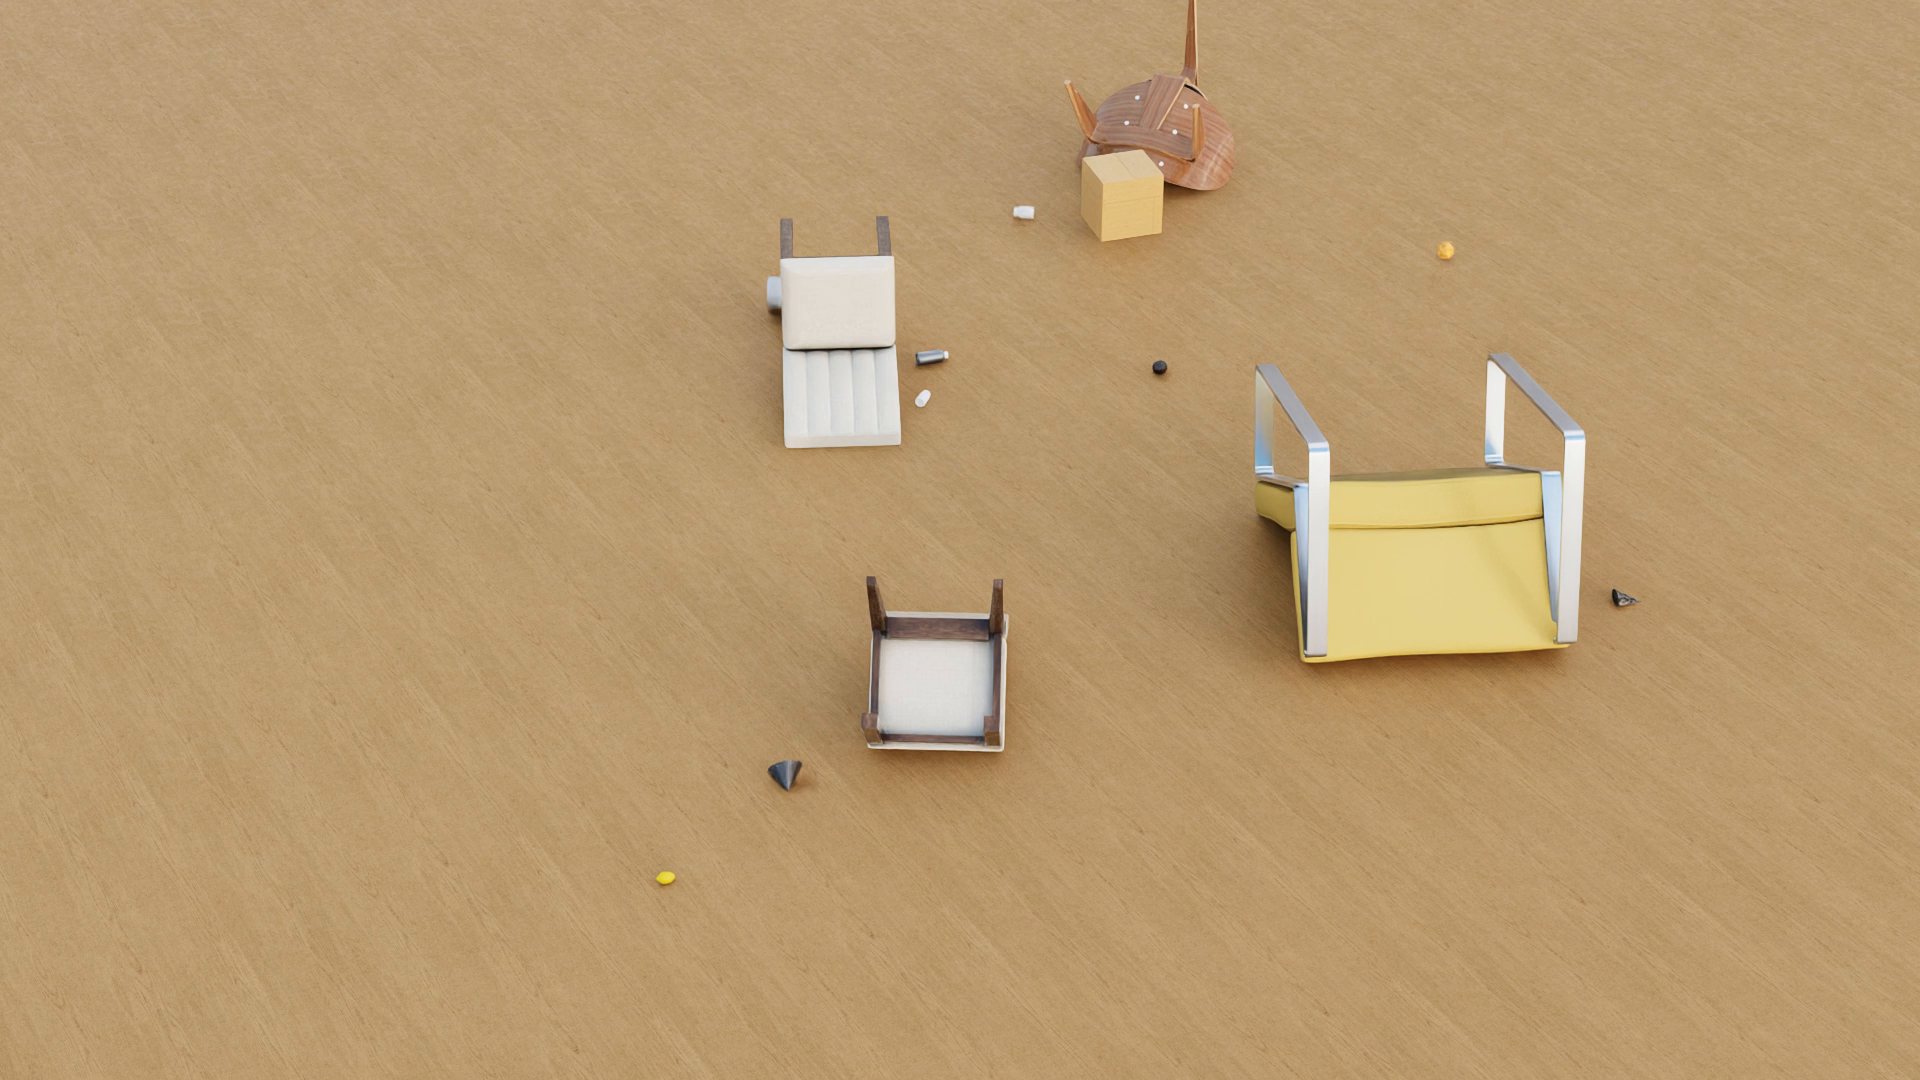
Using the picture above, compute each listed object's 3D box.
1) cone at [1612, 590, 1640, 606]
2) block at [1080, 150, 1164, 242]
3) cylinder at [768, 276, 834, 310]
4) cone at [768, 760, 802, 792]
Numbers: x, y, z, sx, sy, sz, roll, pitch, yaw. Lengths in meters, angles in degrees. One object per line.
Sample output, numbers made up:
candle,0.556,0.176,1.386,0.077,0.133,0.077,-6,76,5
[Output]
cone,2.417,0.216,10.599,0.101,0.039,0.103,9,32,-7
block,0.718,-1.529,13.008,0.283,0.283,0.270,-10,35,-15
cylinder,-0.671,-1.047,12.400,0.279,0.131,0.250,-1,15,-2
cone,-0.572,0.793,9.700,0.120,0.094,0.093,-19,61,21
